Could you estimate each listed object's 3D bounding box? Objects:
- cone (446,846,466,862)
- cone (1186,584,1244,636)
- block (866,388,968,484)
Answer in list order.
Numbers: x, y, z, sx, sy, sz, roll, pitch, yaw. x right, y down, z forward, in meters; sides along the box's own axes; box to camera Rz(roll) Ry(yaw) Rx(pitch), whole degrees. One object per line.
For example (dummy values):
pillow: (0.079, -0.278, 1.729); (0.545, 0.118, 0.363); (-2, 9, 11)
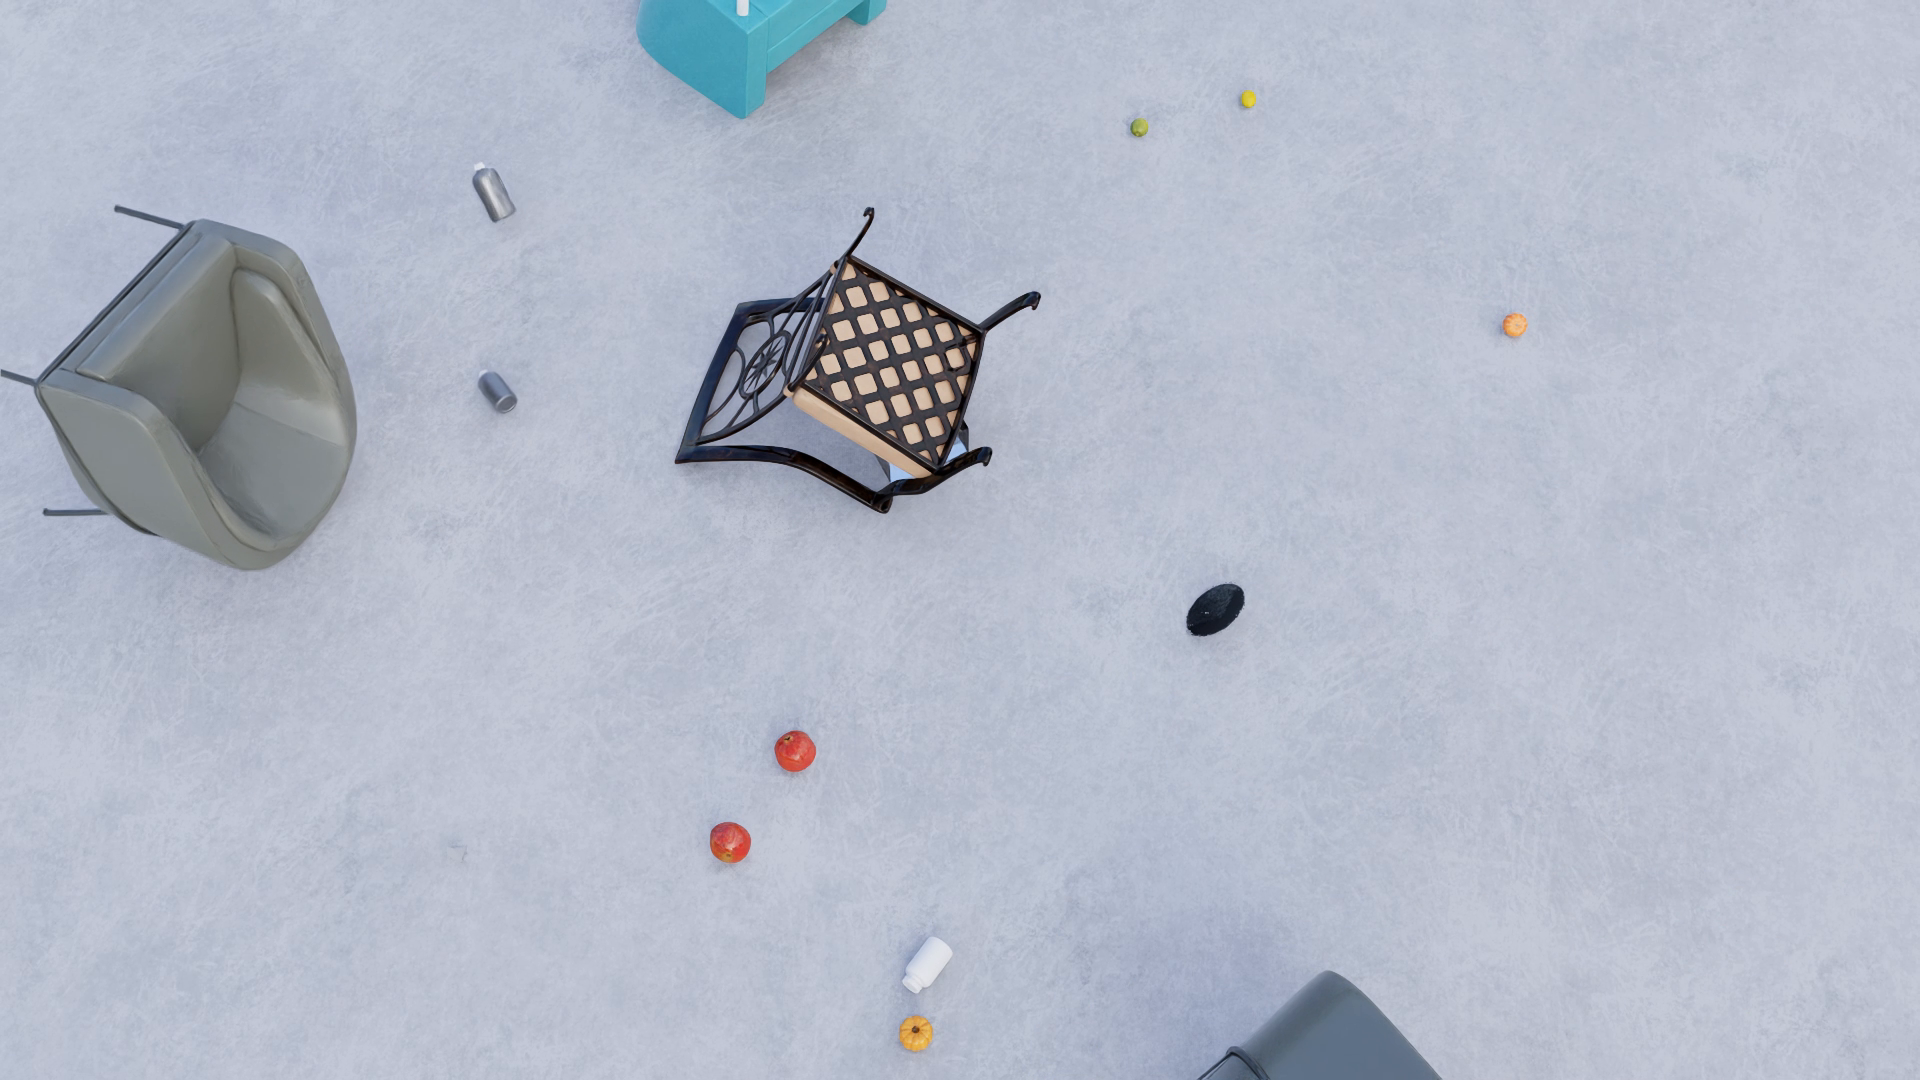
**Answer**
cone: (-1.361, 0.846, 5.995); (0.061, 0.039, 0.049); (31, 40, 21)
cone: (0.761, 0.225, 6.387); (0.194, 0.074, 0.190); (-35, 33, 11)
block: (-0.129, -0.319, 6.706); (0.262, 0.136, 0.174); (-21, 59, -14)
